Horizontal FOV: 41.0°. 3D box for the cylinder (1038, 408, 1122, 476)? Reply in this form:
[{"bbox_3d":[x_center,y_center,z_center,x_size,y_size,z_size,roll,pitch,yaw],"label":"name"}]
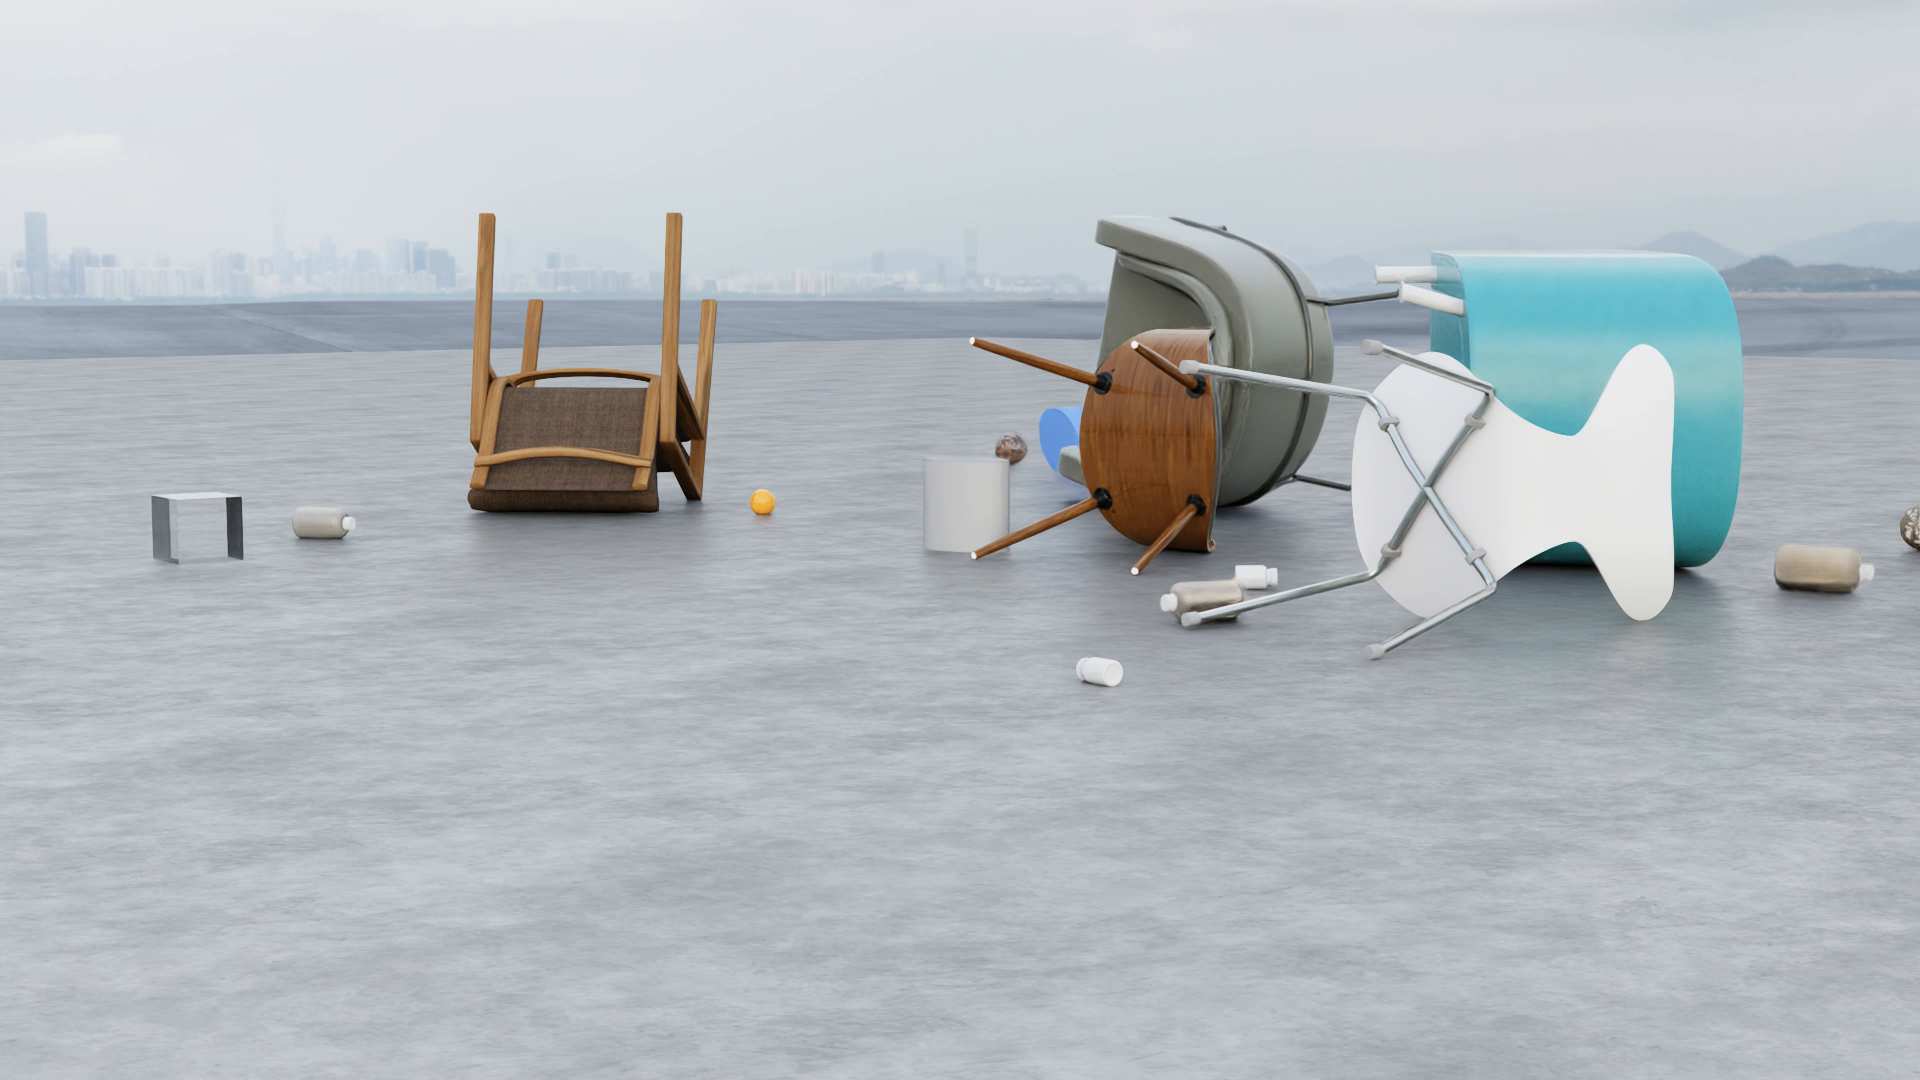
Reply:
[{"bbox_3d":[0.395,-0.325,8.483,0.150,0.205,0.311,-3,28,-25],"label":"cylinder"}]

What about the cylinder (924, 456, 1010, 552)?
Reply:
[{"bbox_3d":[0.015,-0.088,6.199,0.235,0.218,0.149,4,7,36],"label":"cylinder"}]

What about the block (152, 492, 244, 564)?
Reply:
[{"bbox_3d":[-1.773,-0.029,5.964,0.155,0.149,0.158,-5,7,-38],"label":"block"}]

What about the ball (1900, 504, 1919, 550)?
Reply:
[{"bbox_3d":[2.320,-0.031,6.175,0.111,0.111,0.111,0,6,0],"label":"ball"}]

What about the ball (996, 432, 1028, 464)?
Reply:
[{"bbox_3d":[0.179,-0.319,8.954,0.113,0.113,0.113,0,6,0],"label":"ball"}]
